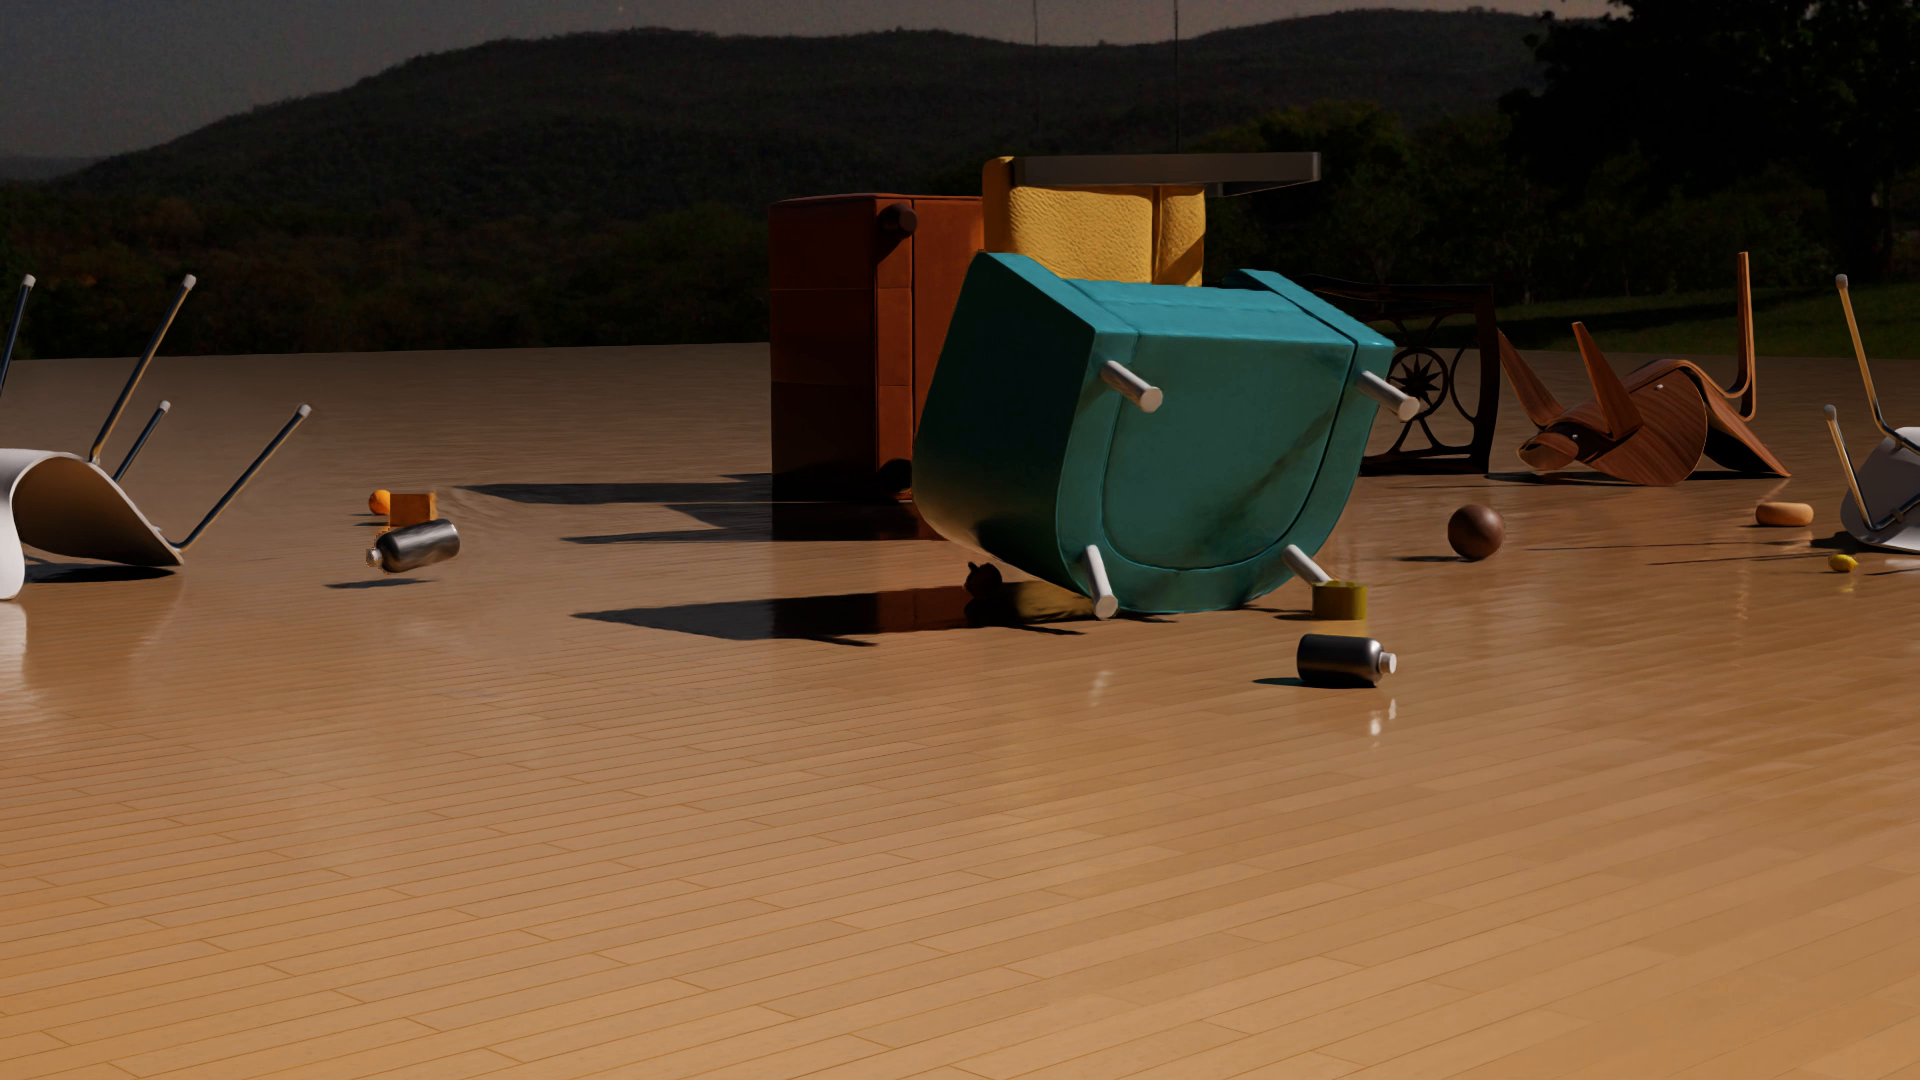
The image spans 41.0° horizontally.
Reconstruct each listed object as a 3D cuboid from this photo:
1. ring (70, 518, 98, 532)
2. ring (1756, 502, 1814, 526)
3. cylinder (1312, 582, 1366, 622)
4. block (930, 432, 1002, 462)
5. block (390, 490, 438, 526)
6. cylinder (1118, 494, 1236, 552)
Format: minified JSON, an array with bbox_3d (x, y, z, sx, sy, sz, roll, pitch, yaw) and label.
[{"bbox_3d":[-2.267,-0.040,6.644,0.072,0.033,0.066,3,8,13],"label":"ring"},{"bbox_3d":[2.177,-0.067,6.773,0.161,0.060,0.091,0,4,-12],"label":"ring"},{"bbox_3d":[0.731,0.118,4.952,0.105,0.065,0.094,3,7,27],"label":"cylinder"},{"bbox_3d":[0.021,-0.333,9.214,0.219,0.088,0.132,5,7,38],"label":"block"},{"bbox_3d":[-1.452,-0.085,6.820,0.103,0.085,0.105,0,6,-1],"label":"block"},{"bbox_3d":[0.523,-0.041,6.176,0.247,0.123,0.192,2,23,19],"label":"cylinder"}]
